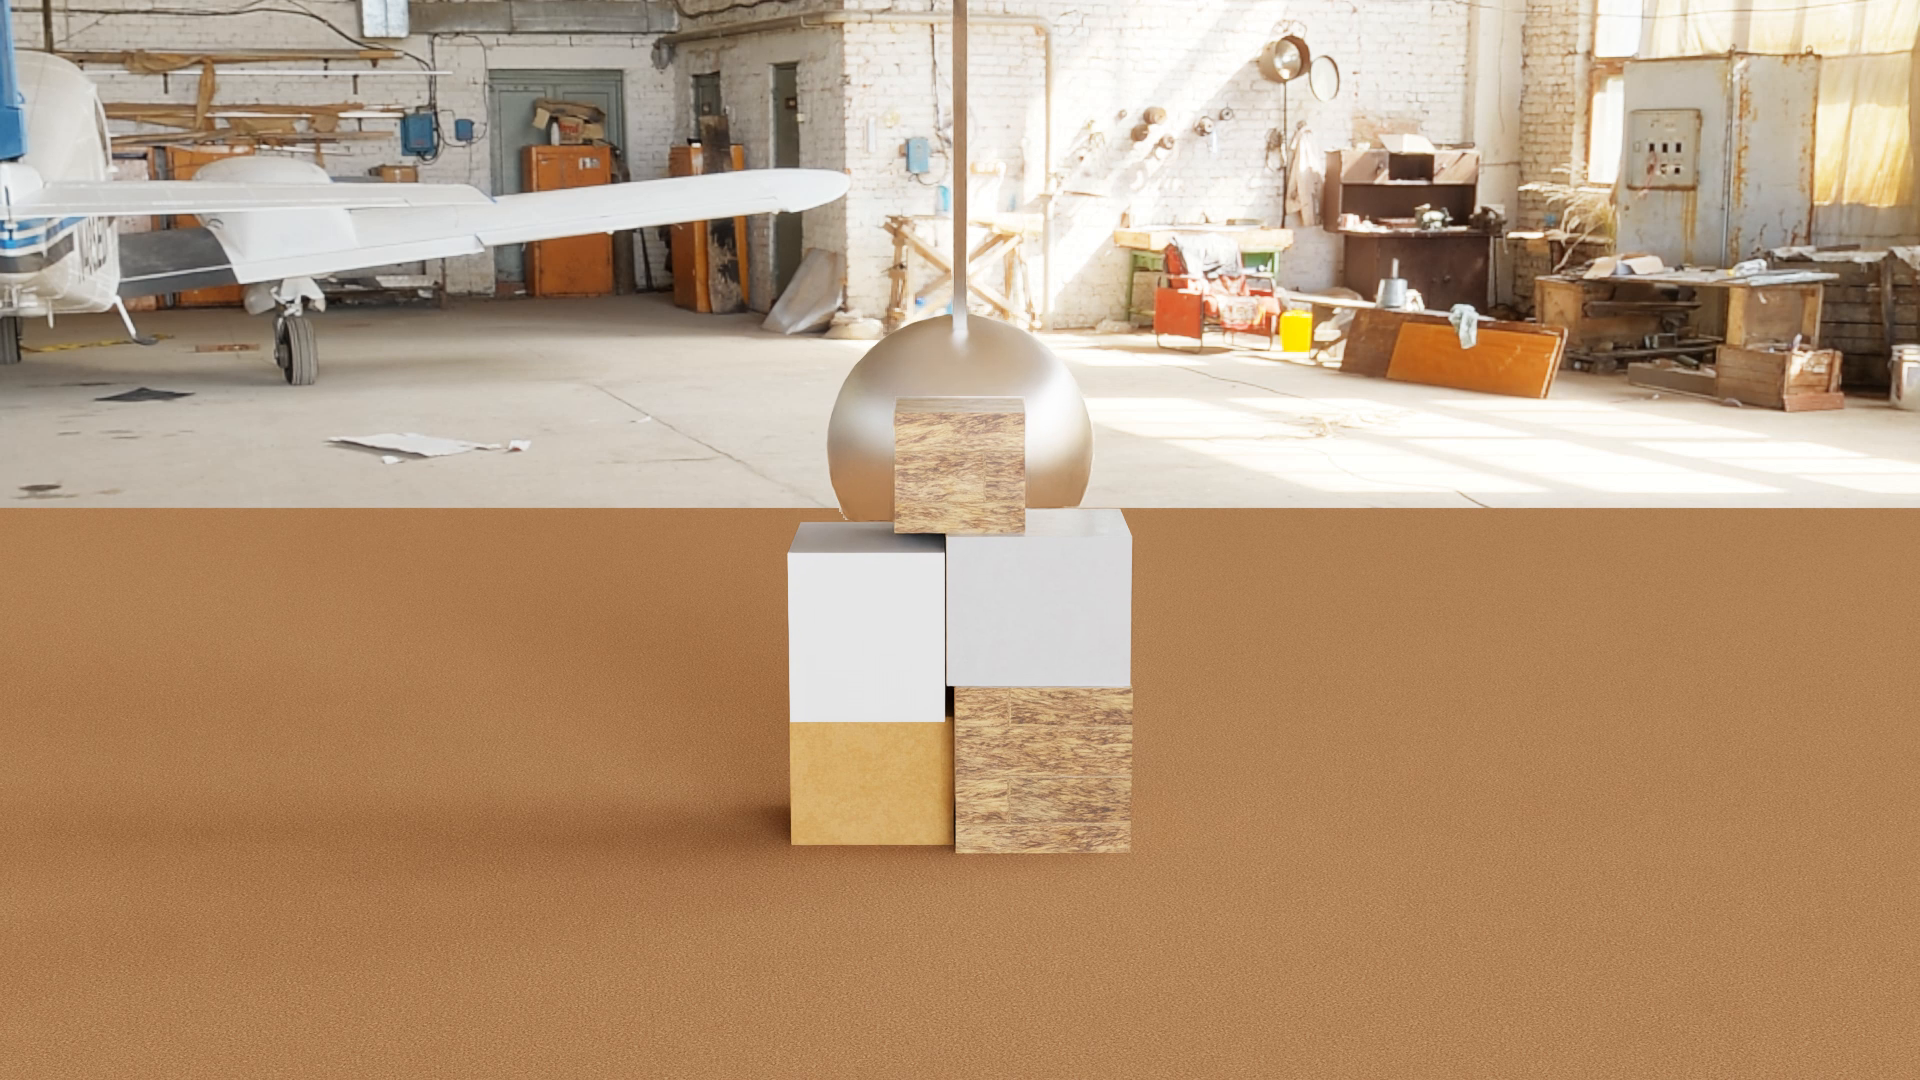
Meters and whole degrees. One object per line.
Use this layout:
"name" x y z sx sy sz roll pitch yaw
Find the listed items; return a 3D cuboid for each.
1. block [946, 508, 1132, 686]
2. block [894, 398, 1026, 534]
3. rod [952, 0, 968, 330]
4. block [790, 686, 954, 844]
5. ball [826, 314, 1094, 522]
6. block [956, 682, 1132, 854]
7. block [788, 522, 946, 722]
"block" 0.388 0.278 11.217 0.906 0.748 0.836 0 10 0
"block" 0.000 -0.385 11.102 0.645 0.597 0.634 0 10 0
"rod" 0.000 -3.481 11.461 0.080 5.200 0.080 0 31 0
"block" -0.441 1.149 11.385 0.820 0.665 0.692 0 10 0
"ball" 0.000 -0.553 13.188 1.600 1.600 1.600 0 10 0
"block" 0.415 1.062 11.362 0.872 0.846 0.947 0 10 0
"block" -0.458 0.404 11.248 0.766 0.851 0.885 0 10 0
